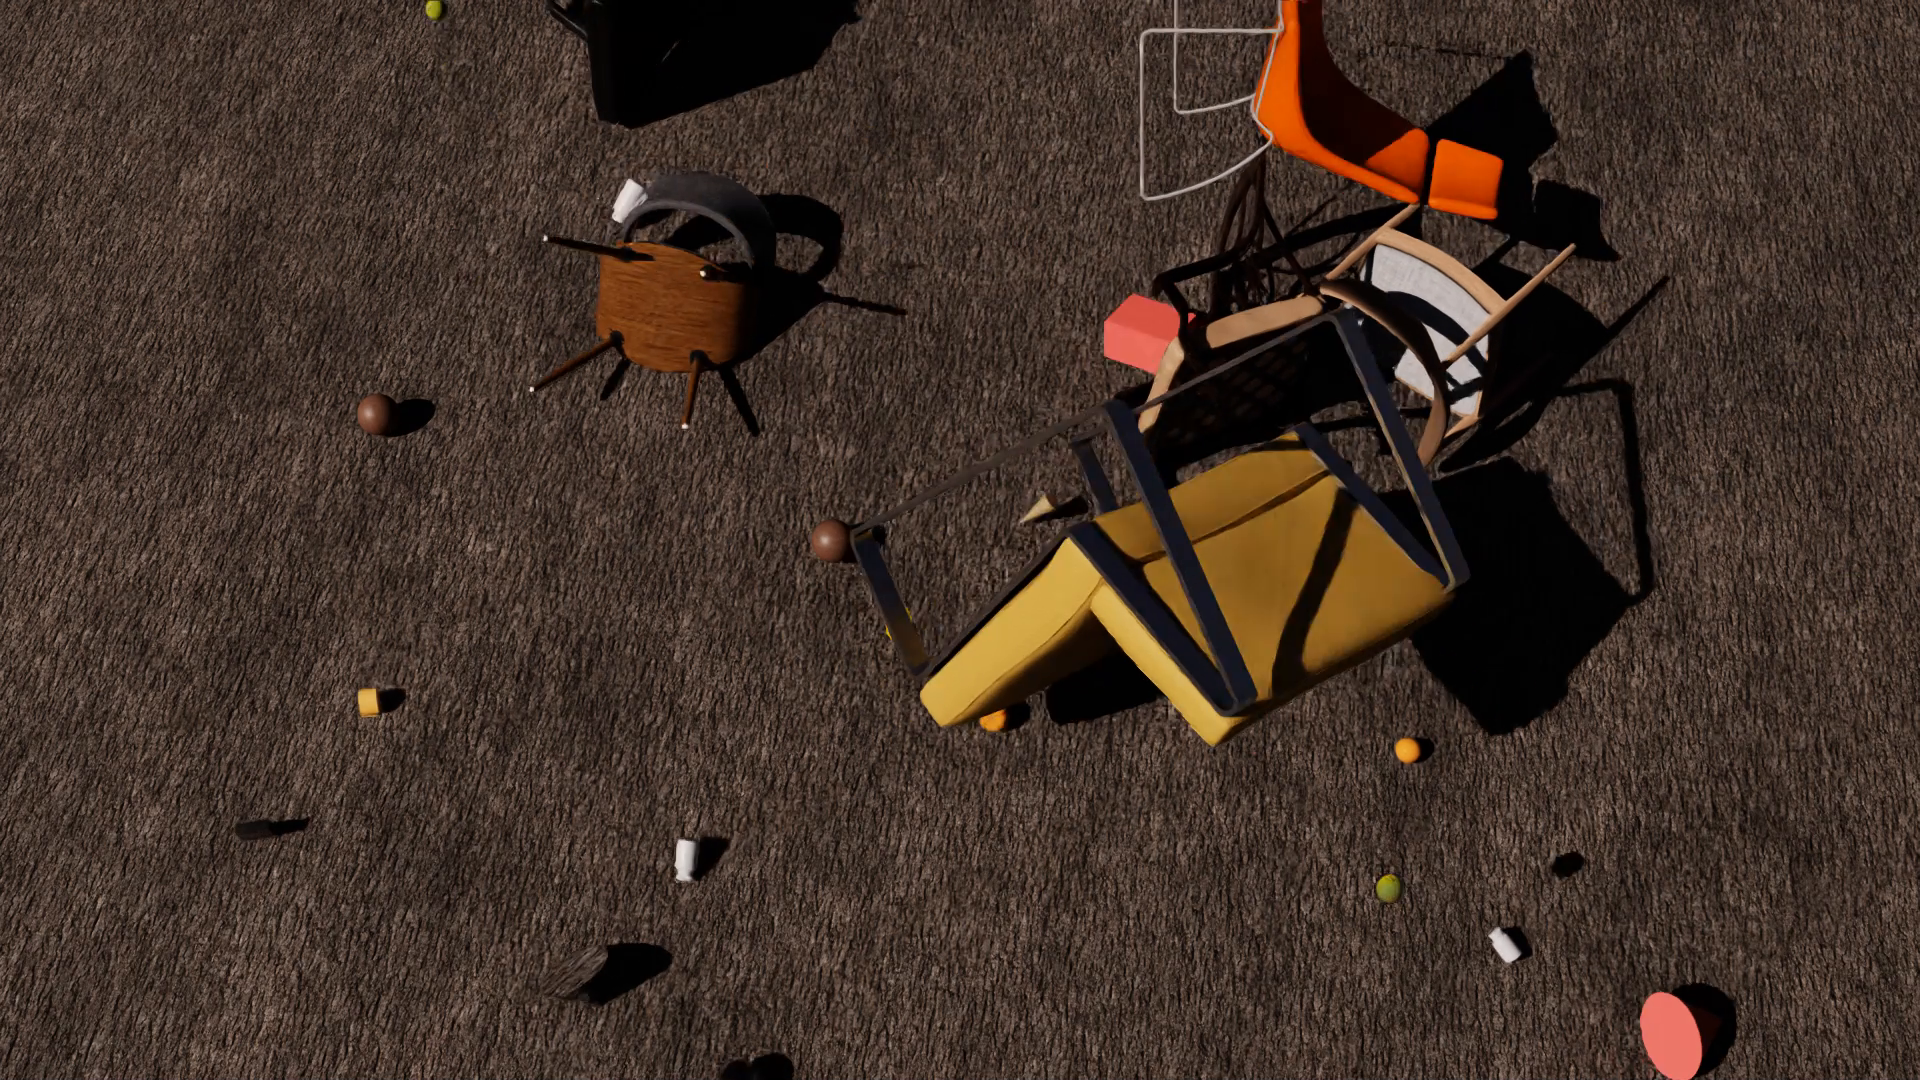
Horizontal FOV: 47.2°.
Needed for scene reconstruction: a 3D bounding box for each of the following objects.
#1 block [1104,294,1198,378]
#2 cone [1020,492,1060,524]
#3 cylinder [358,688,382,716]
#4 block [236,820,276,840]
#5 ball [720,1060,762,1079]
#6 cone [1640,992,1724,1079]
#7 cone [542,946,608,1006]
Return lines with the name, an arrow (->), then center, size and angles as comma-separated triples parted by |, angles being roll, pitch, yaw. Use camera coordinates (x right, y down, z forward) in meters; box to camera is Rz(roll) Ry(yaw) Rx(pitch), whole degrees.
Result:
block -> 0.591, -0.632, 6.805 | 0.230, 0.137, 0.169 | 22, 46, 27
cone -> 0.225, -0.082, 6.554 | 0.129, 0.074, 0.066 | -35, 90, 20
cylinder -> -1.670, 0.458, 6.225 | 0.050, 0.074, 0.060 | -6, 15, -4
block -> -1.919, 0.790, 5.991 | 0.086, 0.082, 0.032 | -8, 73, -5
ball -> -0.557, 1.374, 5.586 | 0.109, 0.109, 0.109 | 0, 56, 0
cone -> 1.904, 1.258, 5.676 | 0.217, 0.184, 0.229 | -6, 83, -34
cone -> -0.972, 1.171, 5.737 | 0.194, 0.232, 0.121 | -40, 109, -25
